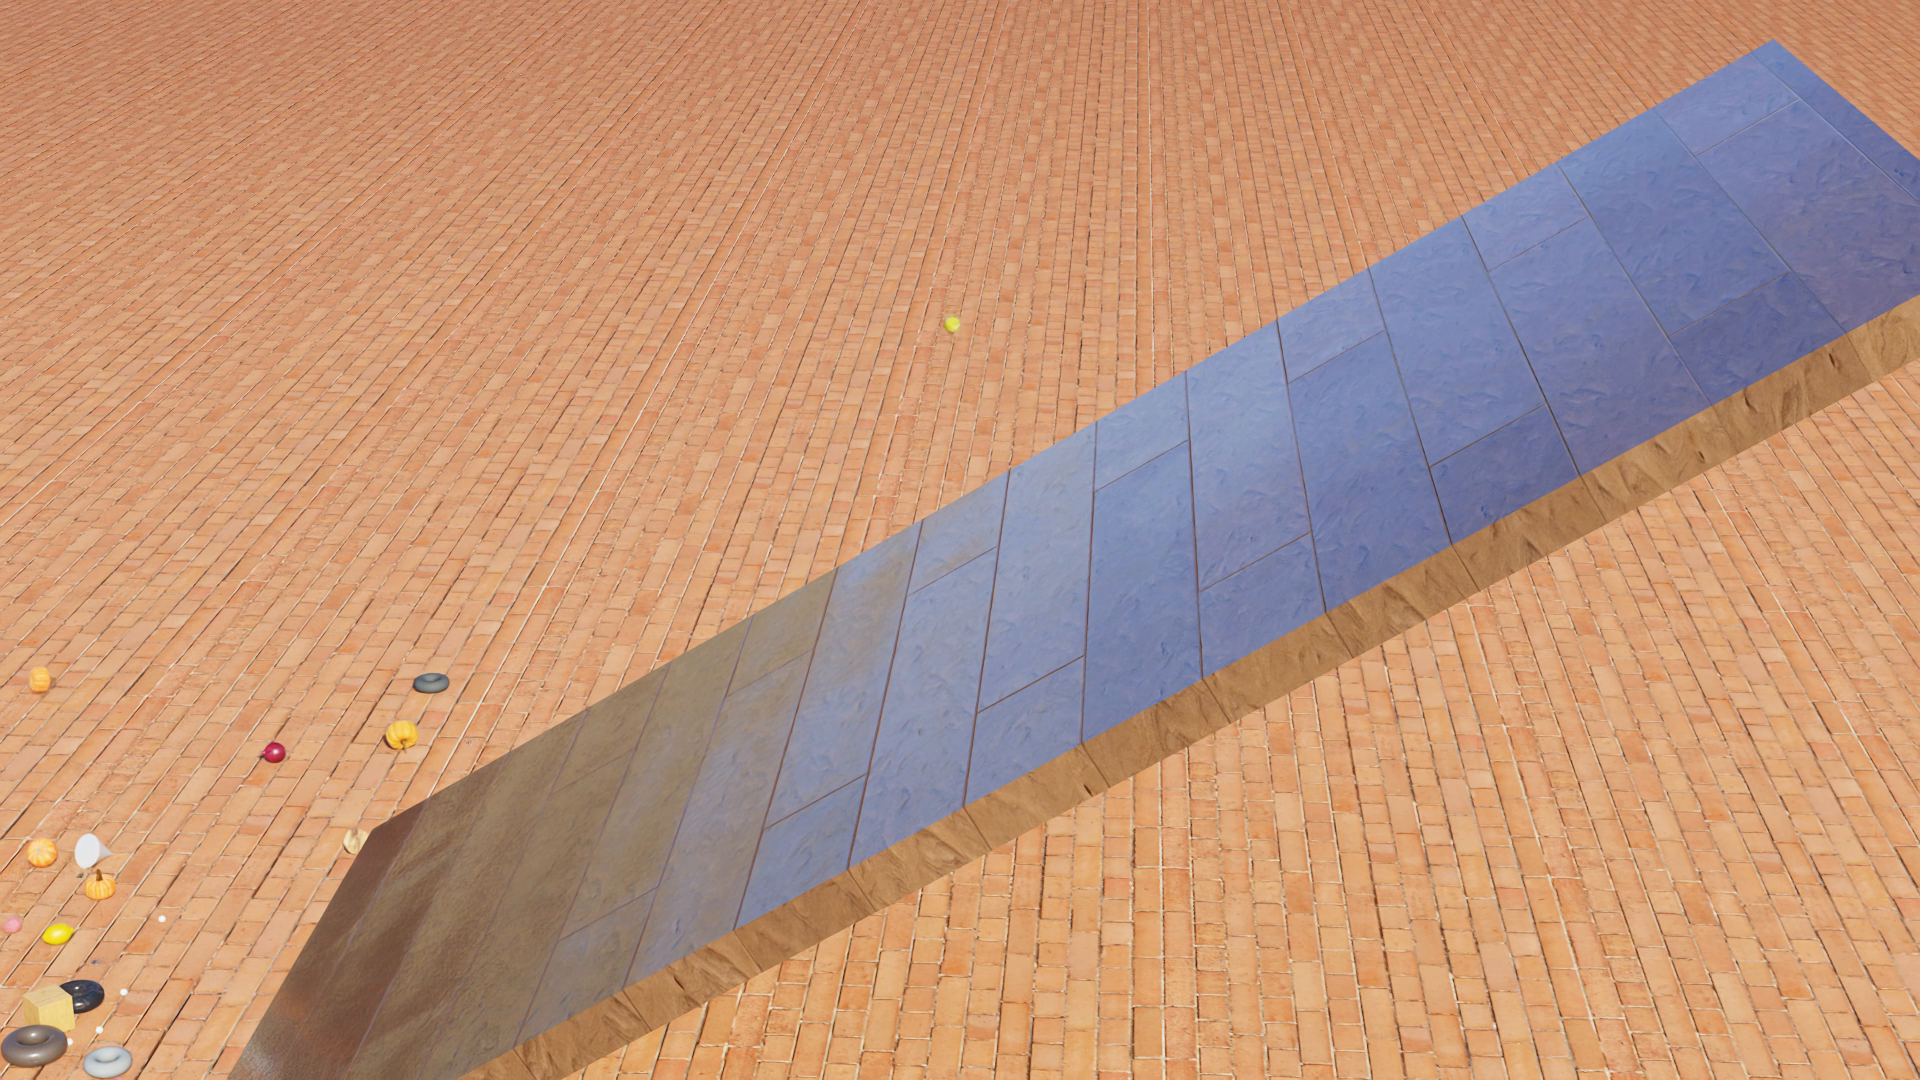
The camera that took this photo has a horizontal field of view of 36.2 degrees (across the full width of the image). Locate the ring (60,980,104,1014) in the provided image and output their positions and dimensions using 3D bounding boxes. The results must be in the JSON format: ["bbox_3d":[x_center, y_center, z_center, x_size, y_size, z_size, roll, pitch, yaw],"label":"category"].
[{"bbox_3d":[-2.078,1.076,6.929,0.123,0.041,0.123,0,20,0],"label":"ring"}]

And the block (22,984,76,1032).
[{"bbox_3d":[-2.112,1.093,6.815,0.082,0.082,0.082,-17,25,-40],"label":"block"}]

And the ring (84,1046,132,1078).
[{"bbox_3d":[-1.924,1.179,6.640,0.109,0.036,0.109,1,20,0],"label":"ring"}]

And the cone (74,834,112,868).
[{"bbox_3d":[-2.243,0.815,7.673,0.090,0.090,0.090,13,-4,32],"label":"cone"}]

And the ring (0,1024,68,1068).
[{"bbox_3d":[-2.108,1.152,6.698,0.148,0.049,0.148,1,19,0],"label":"ring"}]

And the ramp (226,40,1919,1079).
[{"bbox_3d":[0.141,0.169,6.288,4.000,0.100,2.000,-29,15,13],"label":"ramp"}]

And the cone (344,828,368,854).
[{"bbox_3d":[-1.604,0.797,7.739,0.070,0.070,0.070,-17,-1,-40],"label":"cone"}]

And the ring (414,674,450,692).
[{"bbox_3d":[-1.579,0.428,8.790,0.108,0.036,0.108,0,18,0],"label":"ring"}]
